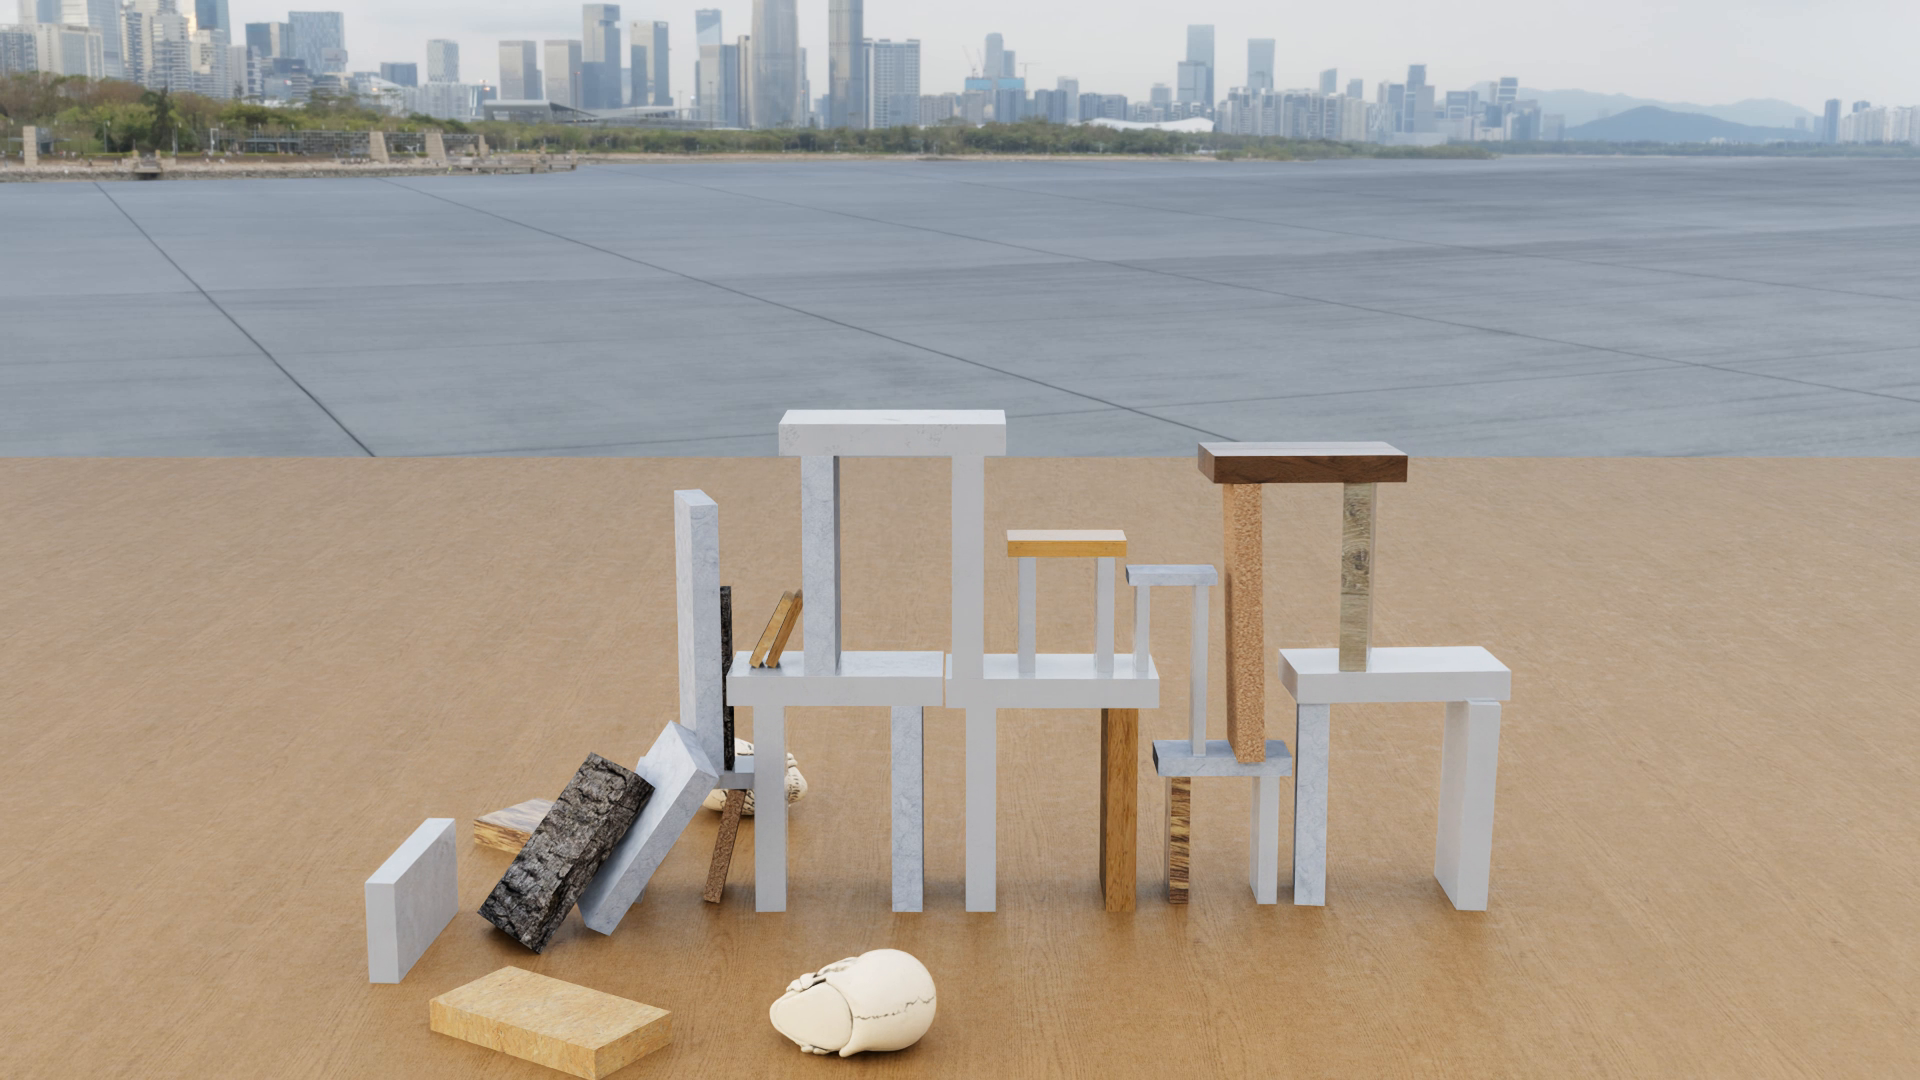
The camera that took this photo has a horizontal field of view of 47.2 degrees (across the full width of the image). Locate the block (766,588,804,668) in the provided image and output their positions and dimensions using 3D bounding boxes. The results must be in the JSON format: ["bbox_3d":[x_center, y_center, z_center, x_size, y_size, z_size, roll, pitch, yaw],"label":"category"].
[{"bbox_3d":[-0.283,0.144,3.582,0.017,0.123,0.062,24,10,-4],"label":"block"}]

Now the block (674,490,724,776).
[{"bbox_3d":[-0.426,0.150,3.591,0.044,0.445,0.155,-3,11,-16],"label":"block"}]

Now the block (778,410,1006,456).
[{"bbox_3d":[-0.106,-0.173,3.531,0.355,0.050,0.178,0,11,0],"label":"block"}]

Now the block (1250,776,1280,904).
[{"bbox_3d":[0.505,0.482,3.653,0.031,0.218,0.109,0,11,0],"label":"block"}]

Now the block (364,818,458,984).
[{"bbox_3d":[-0.850,0.556,3.422,0.044,0.157,0.313,1,11,4],"label":"block"}]

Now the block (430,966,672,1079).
[{"bbox_3d":[-0.576,0.675,3.088,0.313,0.044,0.157,7,13,33],"label":"block"}]

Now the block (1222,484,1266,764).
[{"bbox_3d":[0.462,0.122,3.581,0.044,0.455,0.154,-2,11,0],"label":"block"}]

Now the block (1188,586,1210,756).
[{"bbox_3d":[0.390,0.206,3.595,0.020,0.284,0.071,0,11,0],"label":"block"}]

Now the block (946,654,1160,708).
[{"bbox_3d":[0.148,0.230,3.602,0.342,0.048,0.171,0,11,0],"label":"block"}]

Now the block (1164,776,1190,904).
[{"bbox_3d":[0.360,0.482,3.653,0.031,0.218,0.109,0,11,0],"label":"block"}]

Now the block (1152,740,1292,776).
[{"bbox_3d":[0.431,0.360,3.631,0.218,0.031,0.109,0,11,0],"label":"block"}]

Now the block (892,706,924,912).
[{"bbox_3d":[-0.086,0.420,3.637,0.049,0.346,0.173,0,11,0],"label":"block"}]

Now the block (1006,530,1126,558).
[{"bbox_3d":[0.172,0.005,3.565,0.190,0.027,0.095,0,11,0],"label":"block"}]

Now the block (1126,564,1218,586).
[{"bbox_3d":[0.343,0.057,3.567,0.142,0.020,0.071,0,11,0],"label":"block"}]

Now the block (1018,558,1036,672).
[{"bbox_3d":[0.108,0.112,3.585,0.027,0.190,0.095,0,11,0],"label":"block"}]

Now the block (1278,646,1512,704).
[{"bbox_3d":[0.712,0.221,3.624,0.346,0.049,0.173,-1,10,-2],"label":"block"}]

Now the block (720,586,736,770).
[{"bbox_3d":[-0.382,0.226,3.596,0.017,0.295,0.062,0,10,-1],"label":"block"}]

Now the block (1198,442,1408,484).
[{"bbox_3d":[0.549,-0.126,3.546,0.309,0.044,0.154,0,11,-3],"label":"block"}]

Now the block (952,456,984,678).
[{"bbox_3d":[0.013,0.029,3.568,0.050,0.360,0.178,0,11,0],"label":"block"}]

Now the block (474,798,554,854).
[{"bbox_3d":[-0.696,0.524,3.902,0.310,0.044,0.155,7,13,34],"label":"block"}]

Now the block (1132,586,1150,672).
[{"bbox_3d":[0.295,0.137,3.582,0.020,0.142,0.071,0,11,0],"label":"block"}]

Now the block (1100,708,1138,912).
[{"bbox_3d":[0.262,0.422,3.637,0.048,0.342,0.171,0,11,0],"label":"block"}]

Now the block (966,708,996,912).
[{"bbox_3d":[0.034,0.422,3.637,0.048,0.342,0.171,0,11,0],"label":"block"}]

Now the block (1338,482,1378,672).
[{"bbox_3d":[0.650,0.047,3.587,0.044,0.309,0.154,2,11,14],"label":"block"}]

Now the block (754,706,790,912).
[{"bbox_3d":[-0.312,0.420,3.637,0.049,0.346,0.173,0,11,-3],"label":"block"}]

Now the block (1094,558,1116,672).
[{"bbox_3d":[0.235,0.112,3.585,0.027,0.190,0.095,0,11,0],"label":"block"}]

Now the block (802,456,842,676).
[{"bbox_3d":[-0.224,0.027,3.567,0.050,0.356,0.178,0,11,0],"label":"block"}]

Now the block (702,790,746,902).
[{"bbox_3d":[-0.387,0.493,3.654,0.028,0.195,0.098,14,10,-3],"label":"block"}]

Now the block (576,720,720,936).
[{"bbox_3d":[-0.510,0.458,3.506,0.044,0.313,0.157,30,10,-33],"label":"block"}]

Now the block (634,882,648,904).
[{"bbox_3d":[-0.525,0.493,3.651,0.028,0.195,0.098,8,10,-2],"label":"block"}]

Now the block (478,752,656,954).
[{"bbox_3d":[-0.625,0.492,3.486,0.155,0.310,0.044,14,-25,52],"label":"block"}]

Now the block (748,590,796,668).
[{"bbox_3d":[-0.306,0.145,3.584,0.017,0.123,0.062,27,9,-5],"label":"block"}]

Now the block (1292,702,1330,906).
[{"bbox_3d":[0.585,0.415,3.667,0.049,0.346,0.173,1,11,7],"label":"block"}]

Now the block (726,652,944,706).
[{"bbox_3d":[-0.200,0.226,3.601,0.346,0.049,0.173,0,11,0],"label":"block"}]

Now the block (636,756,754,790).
[{"bbox_3d":[-0.433,0.384,3.627,0.195,0.028,0.098,0,10,-3],"label":"block"}]

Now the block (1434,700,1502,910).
[{"bbox_3d":[0.839,0.419,3.642,0.049,0.346,0.173,1,11,0],"label":"block"}]
